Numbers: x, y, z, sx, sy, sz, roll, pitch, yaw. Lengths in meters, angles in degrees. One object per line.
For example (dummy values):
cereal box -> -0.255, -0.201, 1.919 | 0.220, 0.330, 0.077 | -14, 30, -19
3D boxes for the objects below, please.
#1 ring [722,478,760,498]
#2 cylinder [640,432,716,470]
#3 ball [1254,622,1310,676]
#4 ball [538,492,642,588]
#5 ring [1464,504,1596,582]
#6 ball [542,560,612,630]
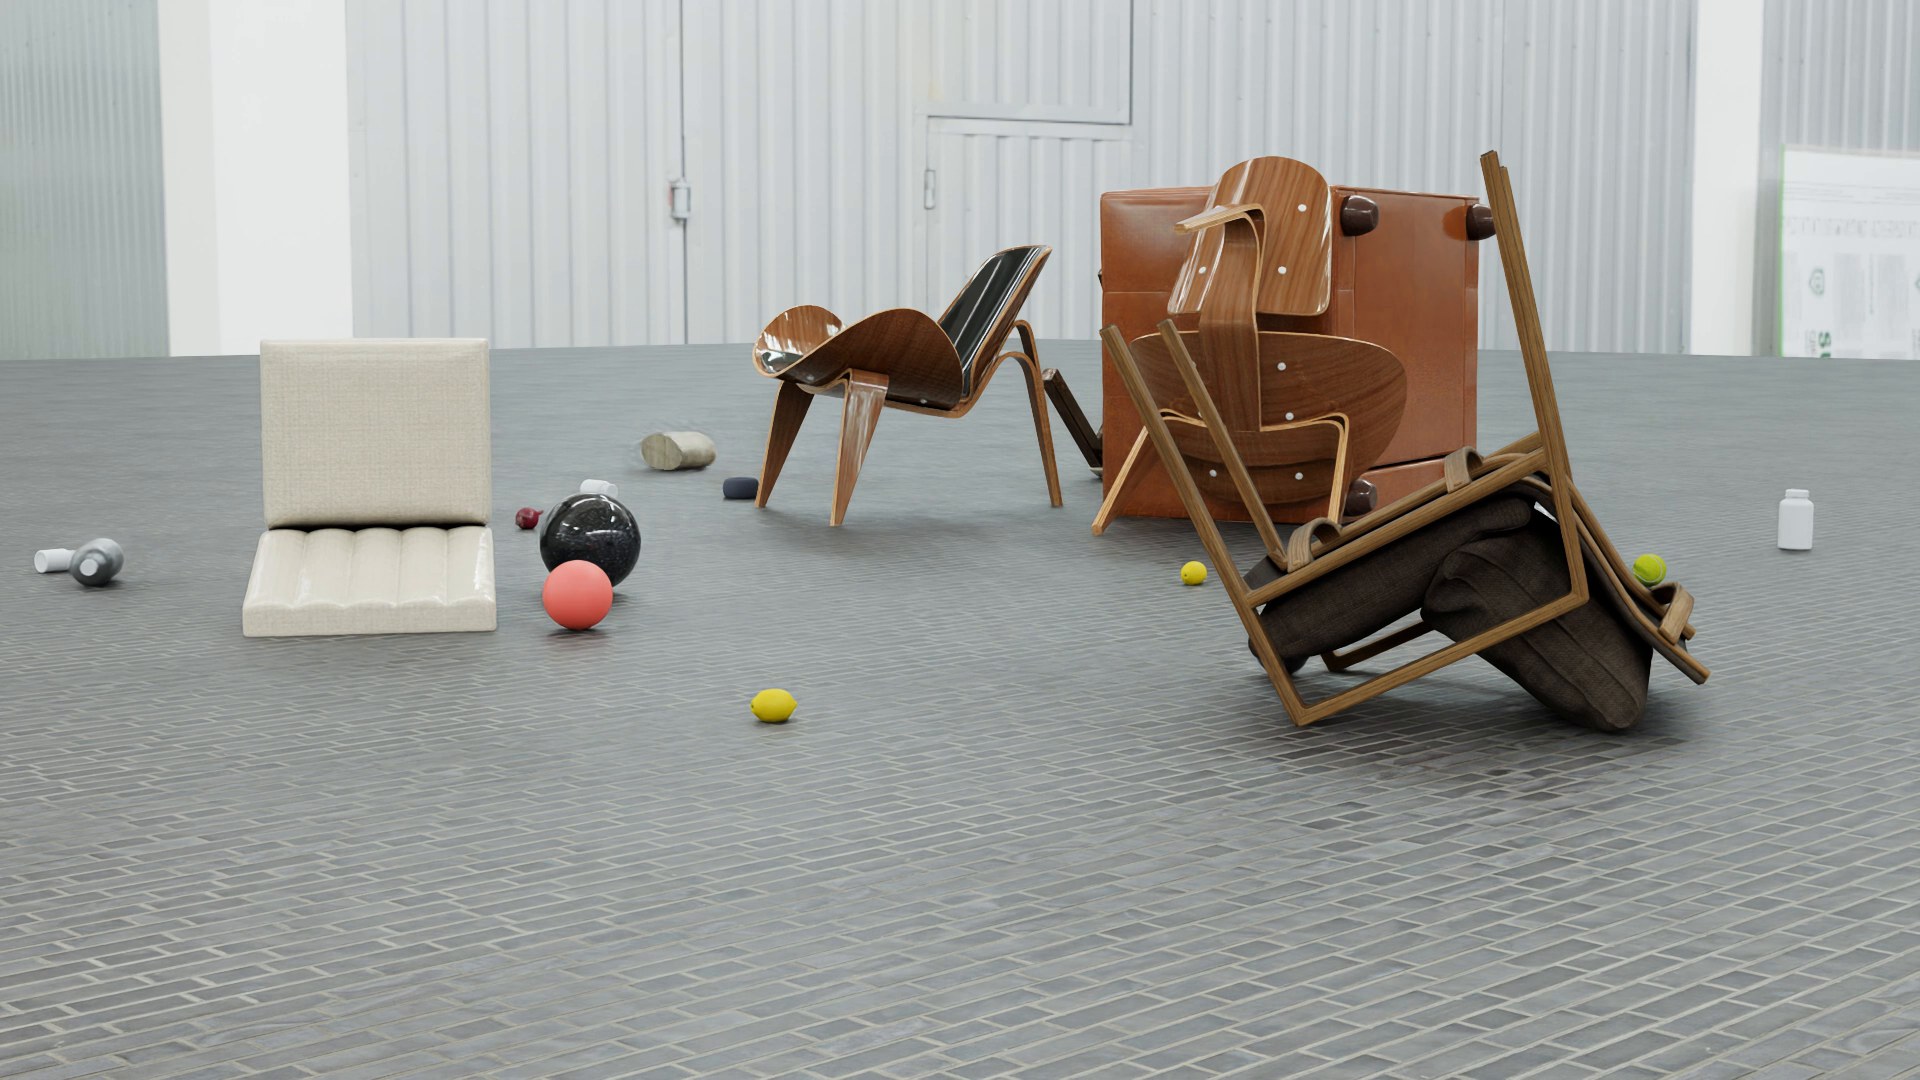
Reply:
ring -> -0.651, -0.154, 7.629 | 0.124, 0.059, 0.098 | 4, 9, 42
cylinder -> -0.962, -0.305, 8.768 | 0.186, 0.122, 0.180 | 16, 14, 32
ball -> 0.532, 0.179, 4.233 | 0.091, 0.091, 0.091 | 0, 6, 0
ball -> -0.769, 0.004, 5.340 | 0.212, 0.212, 0.212 | 0, 6, 0
ring -> 1.254, 0.006, 5.651 | 0.280, 0.145, 0.314 | 0, 7, -11
ball -> -0.713, 0.102, 4.786 | 0.130, 0.130, 0.130 | 0, 6, 0
